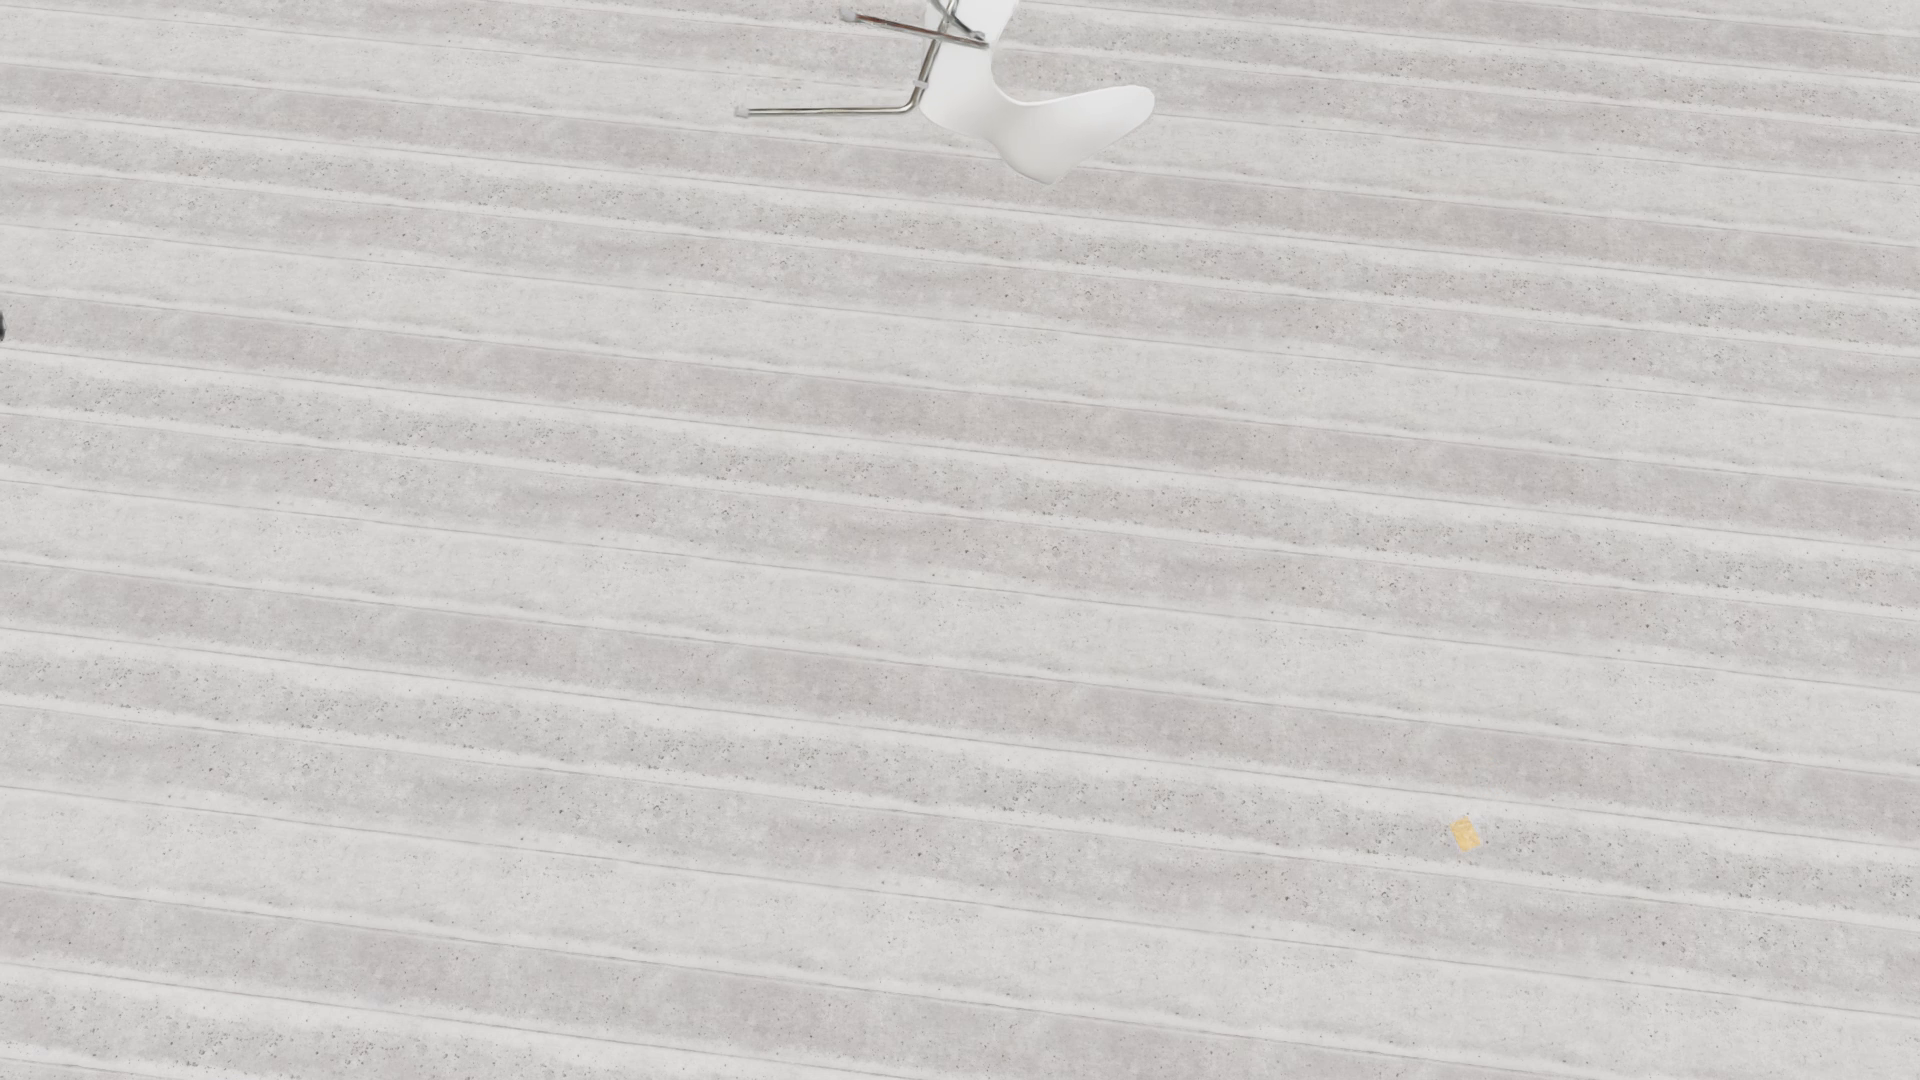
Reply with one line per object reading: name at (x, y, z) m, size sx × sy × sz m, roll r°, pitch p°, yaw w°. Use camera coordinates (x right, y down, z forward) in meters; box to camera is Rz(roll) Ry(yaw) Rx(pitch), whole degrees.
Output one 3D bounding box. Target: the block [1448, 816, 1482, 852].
block at (0.850, 0.495, 3.700) m, size 0.035 × 0.040 × 0.033 m, roll -28°, pitch 20°, yaw 7°
